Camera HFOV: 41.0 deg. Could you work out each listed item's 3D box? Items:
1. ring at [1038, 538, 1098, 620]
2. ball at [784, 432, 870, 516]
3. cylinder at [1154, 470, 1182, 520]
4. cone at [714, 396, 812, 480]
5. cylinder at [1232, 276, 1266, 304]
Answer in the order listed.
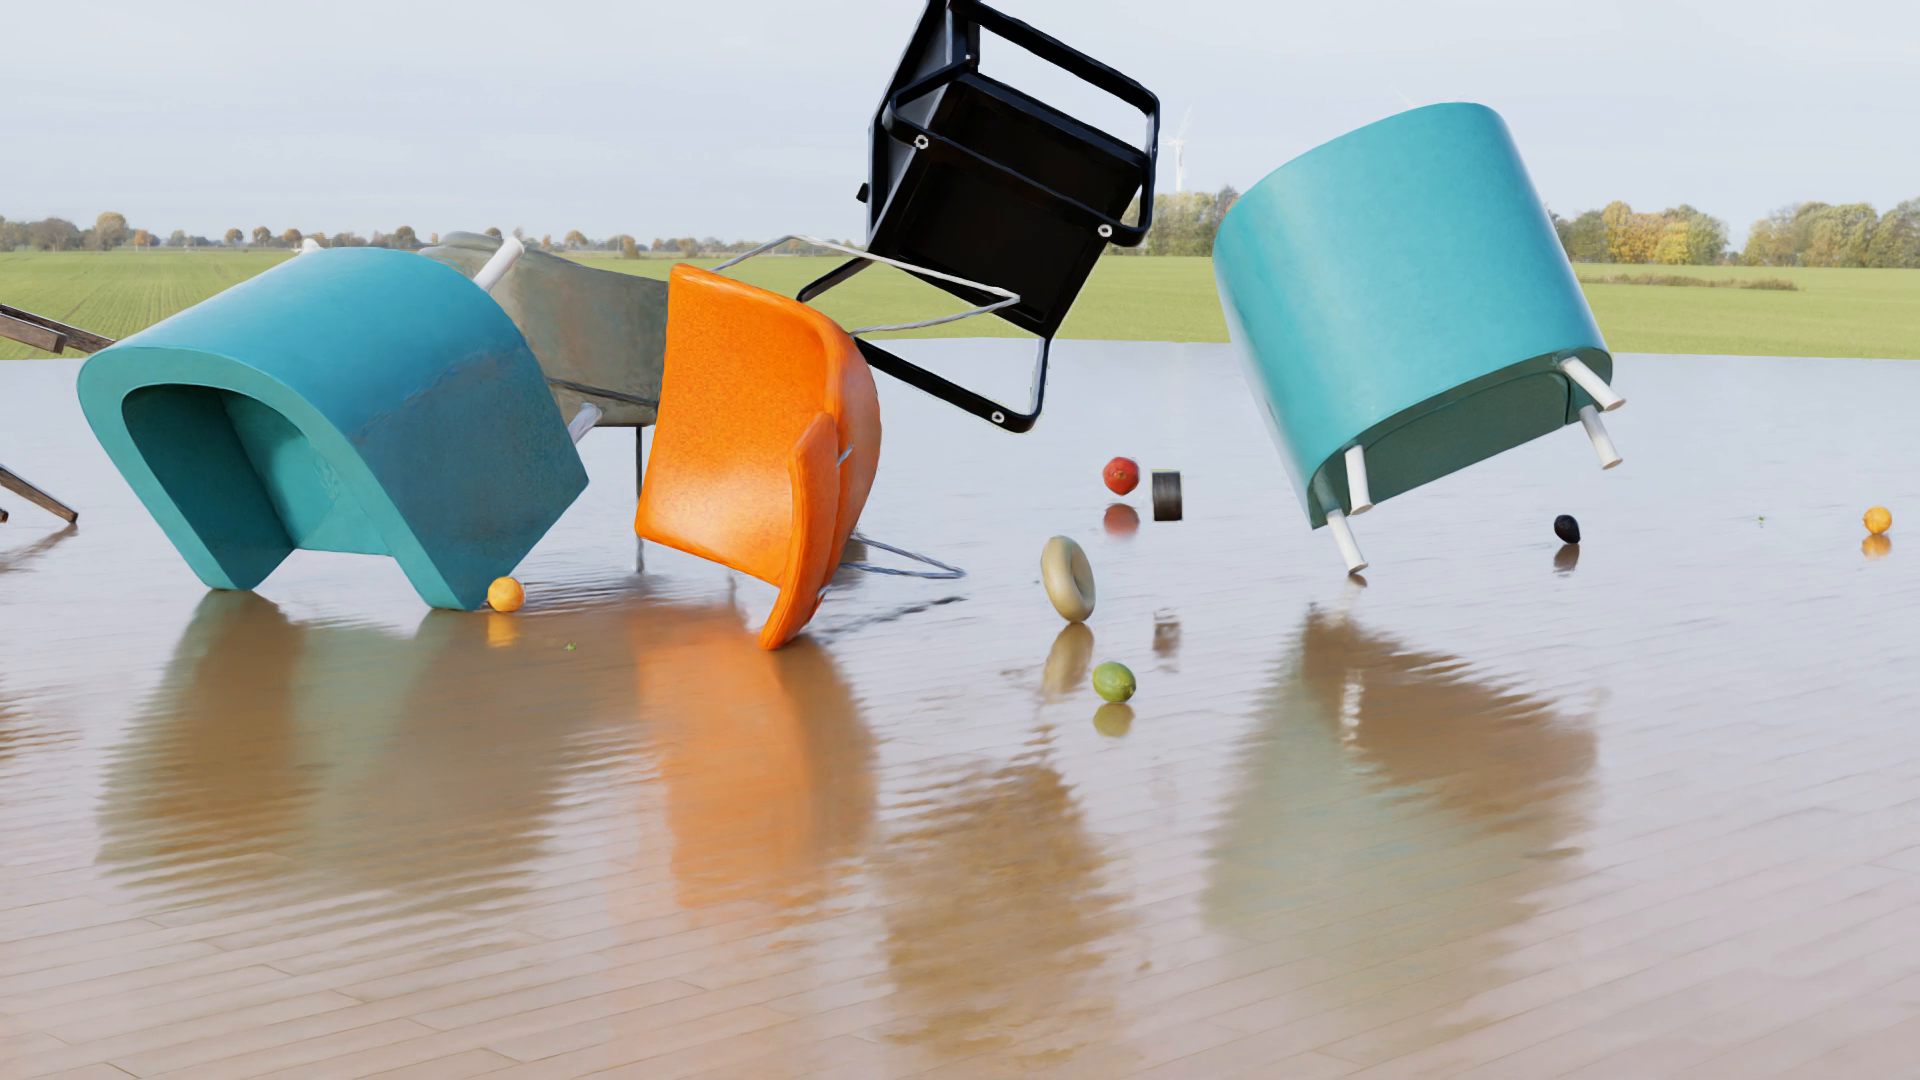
[{"bbox_3d":[0.207,0.073,4.894,0.057,0.176,0.156,-26,-39,28],"label":"ring"},{"bbox_3d":[-0.366,-0.181,7.028,0.234,0.234,0.234,0,6,0],"label":"ball"},{"bbox_3d":[0.465,-0.099,5.753,0.063,0.111,0.113,-1,1,5],"label":"cylinder"},{"bbox_3d":[-0.708,-0.295,8.335,0.320,0.276,0.348,0,-10,-37],"label":"cone"},{"bbox_3d":[0.701,-0.605,6.224,0.071,0.037,0.059,34,1,36],"label":"cylinder"}]
